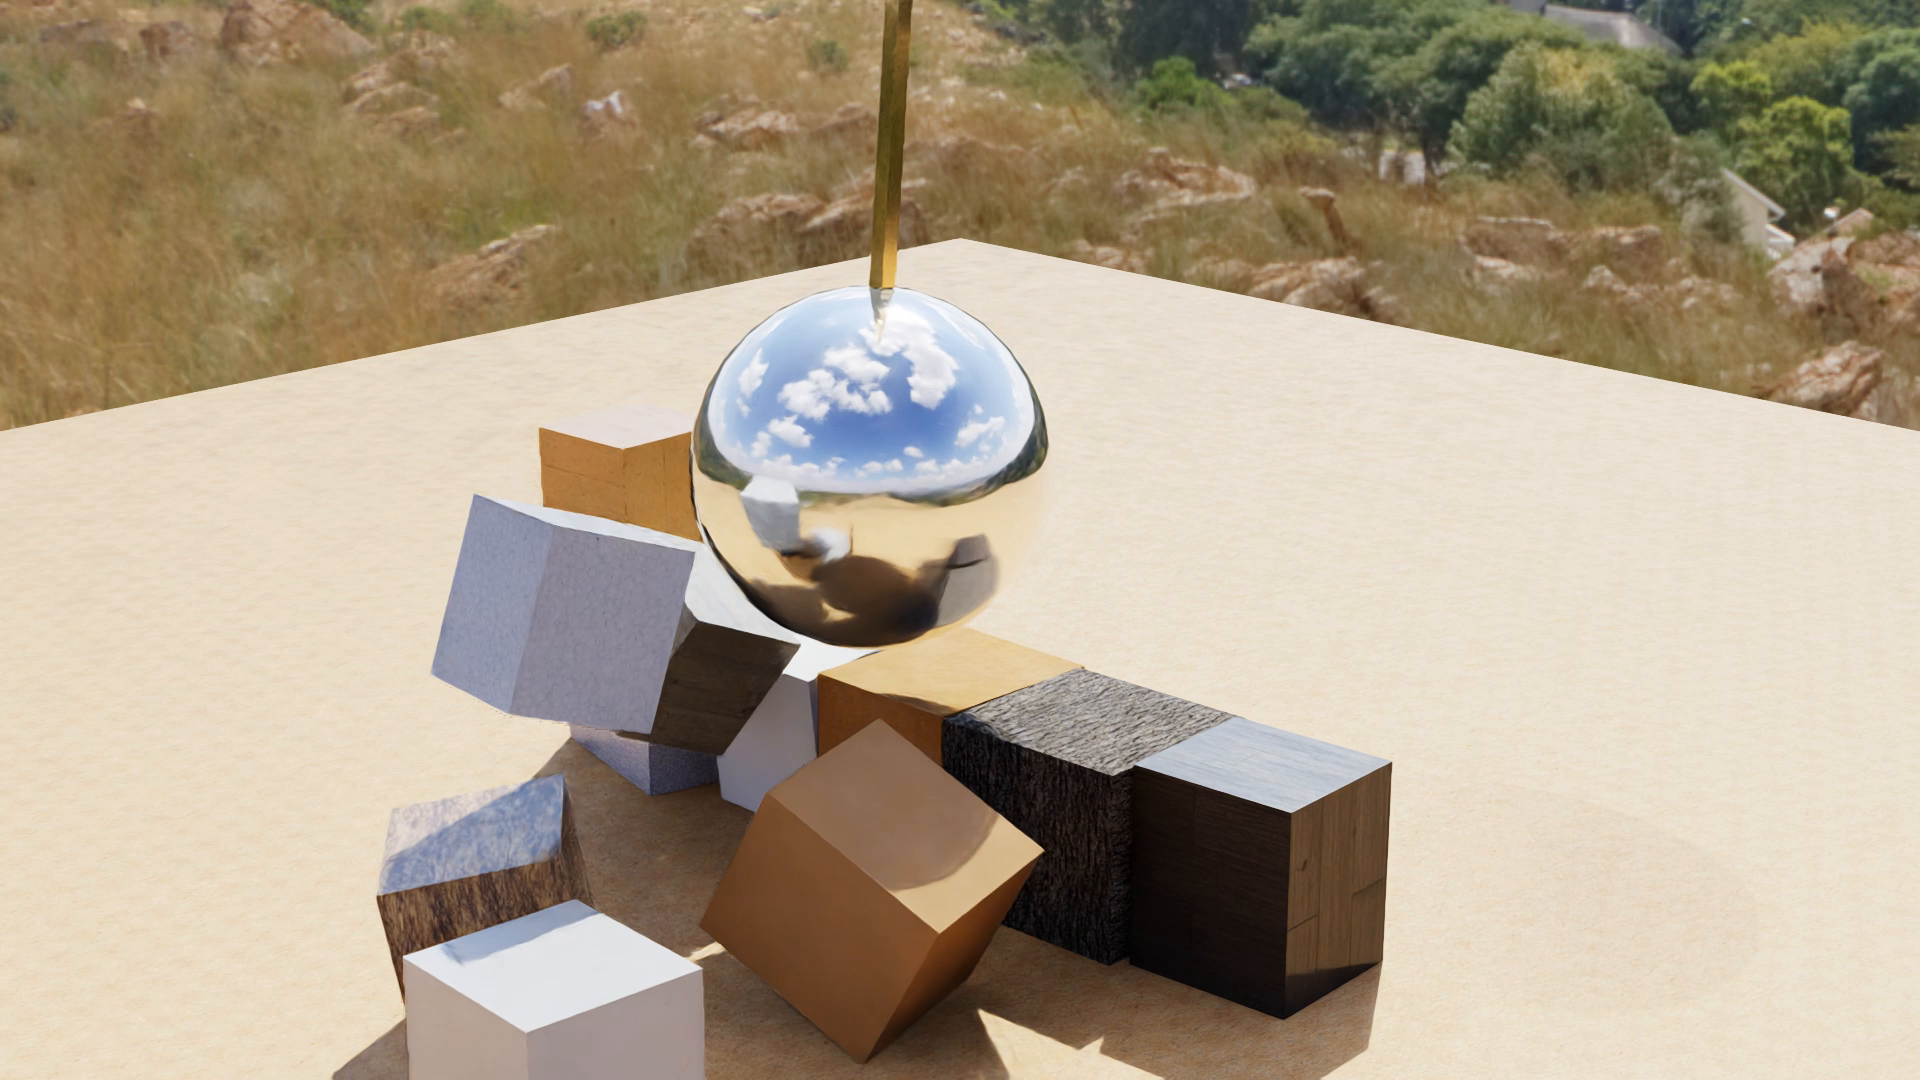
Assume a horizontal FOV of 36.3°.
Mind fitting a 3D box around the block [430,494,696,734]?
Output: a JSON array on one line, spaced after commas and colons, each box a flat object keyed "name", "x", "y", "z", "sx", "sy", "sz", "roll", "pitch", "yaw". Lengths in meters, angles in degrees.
[{"name": "block", "x": -1.602, "y": 0.296, "z": 11.808, "sx": 0.664, "sy": 0.756, "sz": 0.671, "roll": 12, "pitch": 4, "yaw": -39}]

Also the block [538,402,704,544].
[{"name": "block", "x": -1.600, "y": -0.236, "z": 14.448, "sx": 0.639, "sy": 0.686, "sz": 0.654, "roll": 15, "pitch": 23, "yaw": 42}]

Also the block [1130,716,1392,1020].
[{"name": "block", "x": 1.271, "y": 1.374, "z": 12.438, "sx": 0.802, "sy": 0.921, "sz": 0.740, "roll": 15, "pitch": 23, "yaw": 39}]

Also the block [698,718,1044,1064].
[{"name": "block", "x": -0.359, "y": 1.416, "z": 11.927, "sx": 0.889, "sy": 0.775, "sz": 0.828, "roll": 38, "pitch": 34, "yaw": 15}]

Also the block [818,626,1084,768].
[{"name": "block", "x": -0.039, "y": 1.011, "z": 13.679, "sx": 0.811, "sy": 0.868, "sz": 0.937, "roll": 17, "pitch": 24, "yaw": 42}]

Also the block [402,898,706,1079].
[{"name": "block", "x": -1.482, "y": 1.937, "z": 10.768, "sx": 0.760, "sy": 0.847, "sz": 0.806, "roll": -15, "pitch": 23, "yaw": -39}]

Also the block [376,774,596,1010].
[{"name": "block", "x": -1.864, "y": 1.558, "z": 11.792, "sx": 0.718, "sy": 0.845, "sz": 0.867, "roll": -11, "pitch": 18, "yaw": -3}]

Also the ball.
[{"name": "ball", "x": -0.388, "y": -0.315, "z": 12.836, "sx": 1.600, "sy": 1.600, "sz": 1.600, "roll": 0, "pitch": 17, "yaw": 0}]

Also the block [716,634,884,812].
[{"name": "block", "x": -0.668, "y": 0.838, "z": 14.160, "sx": 0.751, "sy": 0.831, "sz": 0.753, "roll": 17, "pitch": 30, "yaw": 42}]

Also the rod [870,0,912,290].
[{"name": "rod", "x": -0.168, "y": -3.611, "z": 12.031, "sx": 0.080, "sy": 5.200, "sz": 0.080, "roll": 17, "pitch": 19, "yaw": 42}]

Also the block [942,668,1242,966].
[{"name": "block", "x": 0.594, "y": 1.206, "z": 13.049, "sx": 0.973, "sy": 0.875, "sz": 0.921, "roll": 15, "pitch": 23, "yaw": 40}]

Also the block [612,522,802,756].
[{"name": "block", "x": -1.326, "y": 0.464, "z": 13.579, "sx": 0.682, "sy": 0.681, "sz": 0.721, "roll": 16, "pitch": 26, "yaw": -48}]

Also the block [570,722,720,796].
[{"name": "block", "x": -1.320, "y": 0.554, "z": 14.840, "sx": 1.042, "sy": 1.045, "sz": 0.945, "roll": -10, "pitch": 20, "yaw": -30}]
